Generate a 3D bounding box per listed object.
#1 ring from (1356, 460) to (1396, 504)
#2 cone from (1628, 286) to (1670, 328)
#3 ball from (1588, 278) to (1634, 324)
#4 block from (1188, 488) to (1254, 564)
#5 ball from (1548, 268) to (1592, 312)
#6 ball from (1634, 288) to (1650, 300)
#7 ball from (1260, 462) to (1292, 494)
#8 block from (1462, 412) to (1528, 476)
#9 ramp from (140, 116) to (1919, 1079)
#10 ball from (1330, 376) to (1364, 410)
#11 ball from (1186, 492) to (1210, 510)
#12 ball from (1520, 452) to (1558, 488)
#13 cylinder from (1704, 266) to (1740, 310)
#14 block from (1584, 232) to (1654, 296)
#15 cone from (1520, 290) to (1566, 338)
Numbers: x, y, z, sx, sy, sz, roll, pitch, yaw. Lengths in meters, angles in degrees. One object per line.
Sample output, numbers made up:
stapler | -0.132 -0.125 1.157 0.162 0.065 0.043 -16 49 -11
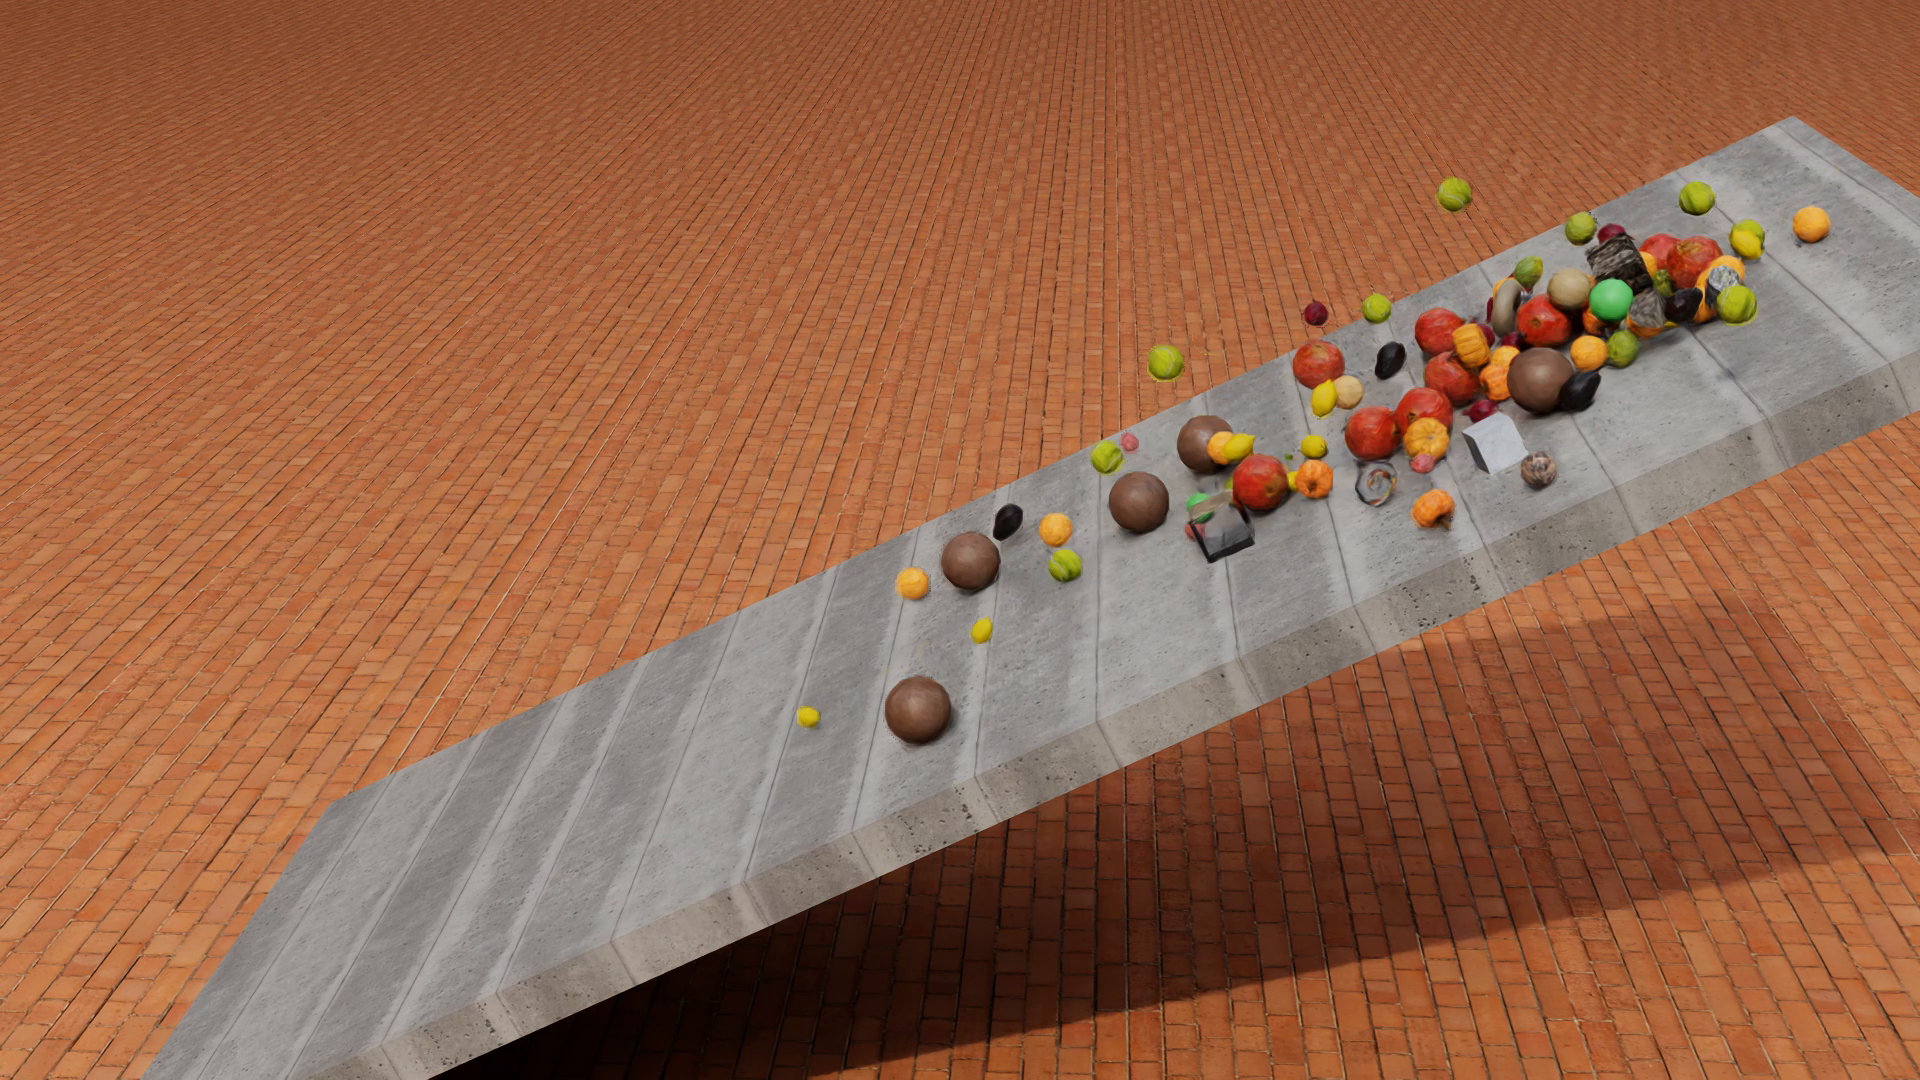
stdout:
ring | 0.794 -0.110 5.611 0.092 0.092 0.031 -13 38 -37
cone | 1.325 -0.461 5.634 0.079 0.079 0.079 -2 55 3
ball | 1.284 -0.471 5.794 0.089 0.089 0.089 0 17 0
block | 0.521 -0.029 5.849 0.098 0.098 0.098 -24 14 13
ball | 1.231 -0.506 5.937 0.088 0.088 0.088 0 17 0
ball | 1.371 -0.483 5.959 0.069 0.069 0.069 0 17 0
ball | 0.648 -0.128 6.039 0.066 0.066 0.066 0 17 0
block | 1.004 -0.181 5.523 0.080 0.080 0.080 -28 13 -1
ramp | 0.139 0.168 6.281 4.000 0.100 2.000 -25 14 10
ball | 0.810 -0.309 6.159 0.072 0.072 0.072 0 17 0
ball | 0.501 -0.072 6.145 0.054 0.054 0.054 0 17 0
ball | 1.040 -0.127 5.284 0.066 0.066 0.066 0 17 0
cylinder | 1.462 -0.483 5.643 0.061 0.061 0.061 -3 57 4
block | 1.328 -0.546 5.926 0.089 0.089 0.089 -29 41 20
cone | 1.234 -0.480 6.189 0.099 0.099 0.099 -4 15 15
